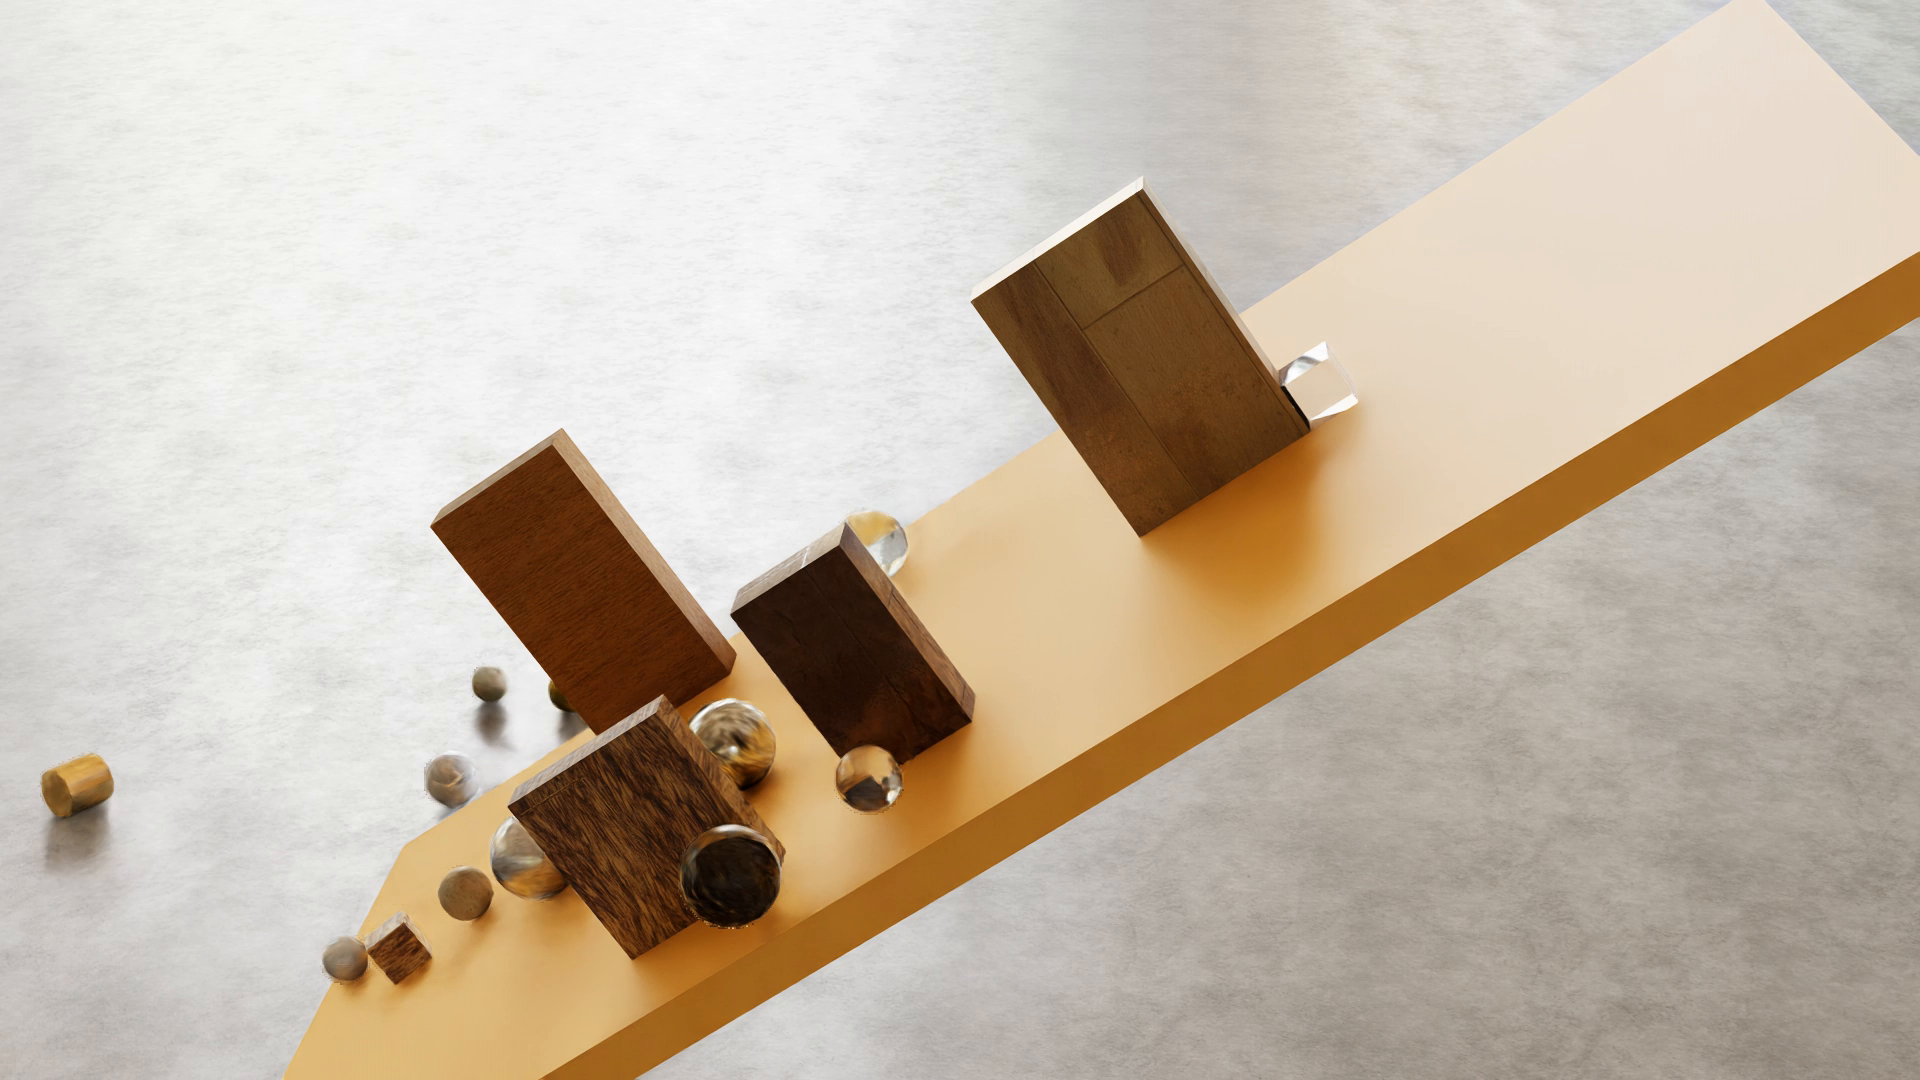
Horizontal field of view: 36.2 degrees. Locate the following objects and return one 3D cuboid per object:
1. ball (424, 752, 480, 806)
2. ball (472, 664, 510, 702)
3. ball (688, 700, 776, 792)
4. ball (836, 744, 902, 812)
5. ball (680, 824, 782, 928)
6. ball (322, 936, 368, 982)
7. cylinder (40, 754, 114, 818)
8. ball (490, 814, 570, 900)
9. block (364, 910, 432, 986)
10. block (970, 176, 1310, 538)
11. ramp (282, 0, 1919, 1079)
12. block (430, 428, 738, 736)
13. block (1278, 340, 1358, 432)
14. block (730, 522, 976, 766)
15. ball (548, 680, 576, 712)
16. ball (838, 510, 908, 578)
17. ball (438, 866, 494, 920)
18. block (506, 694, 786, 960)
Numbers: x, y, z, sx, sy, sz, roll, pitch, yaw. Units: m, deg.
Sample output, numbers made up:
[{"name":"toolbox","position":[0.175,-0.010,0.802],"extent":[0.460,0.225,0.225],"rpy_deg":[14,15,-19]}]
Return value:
[{"name":"ball","position":[-1.401,0.660,8.124],"extent":[0.152,0.152,0.152],"rpy_deg":[0,21,0]},{"name":"ball","position":[-1.401,0.427,8.775],"extent":[0.112,0.112,0.112],"rpy_deg":[0,21,0]},{"name":"ball","position":[-0.495,0.442,6.311],"extent":[0.202,0.202,0.202],"rpy_deg":[0,21,0]},{"name":"ball","position":[-0.171,0.449,5.537],"extent":[0.127,0.127,0.127],"rpy_deg":[0,21,0]},{"name":"ball","position":[-0.438,0.640,5.613],"extent":[0.195,0.195,0.195],"rpy_deg":[0,21,0]},{"name":"ball","position":[-1.453,0.991,6.957],"extent":[0.108,0.108,0.108],"rpy_deg":[0,21,0]},{"name":"cylinder","position":[-2.430,0.675,8.097],"extent":[0.138,0.138,0.138],"rpy_deg":[15,25,34]},{"name":"ball","position":[-0.942,0.697,6.528],"extent":[0.204,0.204,0.204],"rpy_deg":[0,21,0]},{"name":"block","position":[-1.292,0.937,6.766],"extent":[0.107,0.107,0.107],"rpy_deg":[-38,15,-5]},{"name":"block","position":[0.372,-0.370,6.034],"extent":[0.420,0.617,0.101],"rpy_deg":[-32,16,15]},{"name":"ramp","position":[0.136,0.174,6.305],"extent":[4.000,0.100,2.000],"rpy_deg":[-32,16,15]},{"name":"block","position":[-0.915,0.125,7.189],"extent":[0.379,0.715,0.125],"rpy_deg":[-32,16,15]},{"name":"block","position":[0.735,-0.316,6.039],"extent":[0.114,0.114,0.114],"rpy_deg":[-32,16,15]},{"name":"block","position":[-0.210,0.229,5.846],"extent":[0.266,0.451,0.129],"rpy_deg":[-32,16,15]},{"name":"ball","position":[-1.153,0.443,8.705],"extent":[0.135,0.135,0.135],"rpy_deg":[0,21,0]},{"name":"ball","position":[-0.215,0.017,7.000],"extent":[0.181,0.181,0.181],"rpy_deg":[0,21,0]},{"name":"ball","position":[-1.136,0.813,6.762],"extent":[0.124,0.124,0.124],"rpy_deg":[0,21,0]},{"name":"block","position":[-0.617,0.570,5.807],"extent":[0.371,0.408,0.085],"rpy_deg":[-32,16,15]}]
